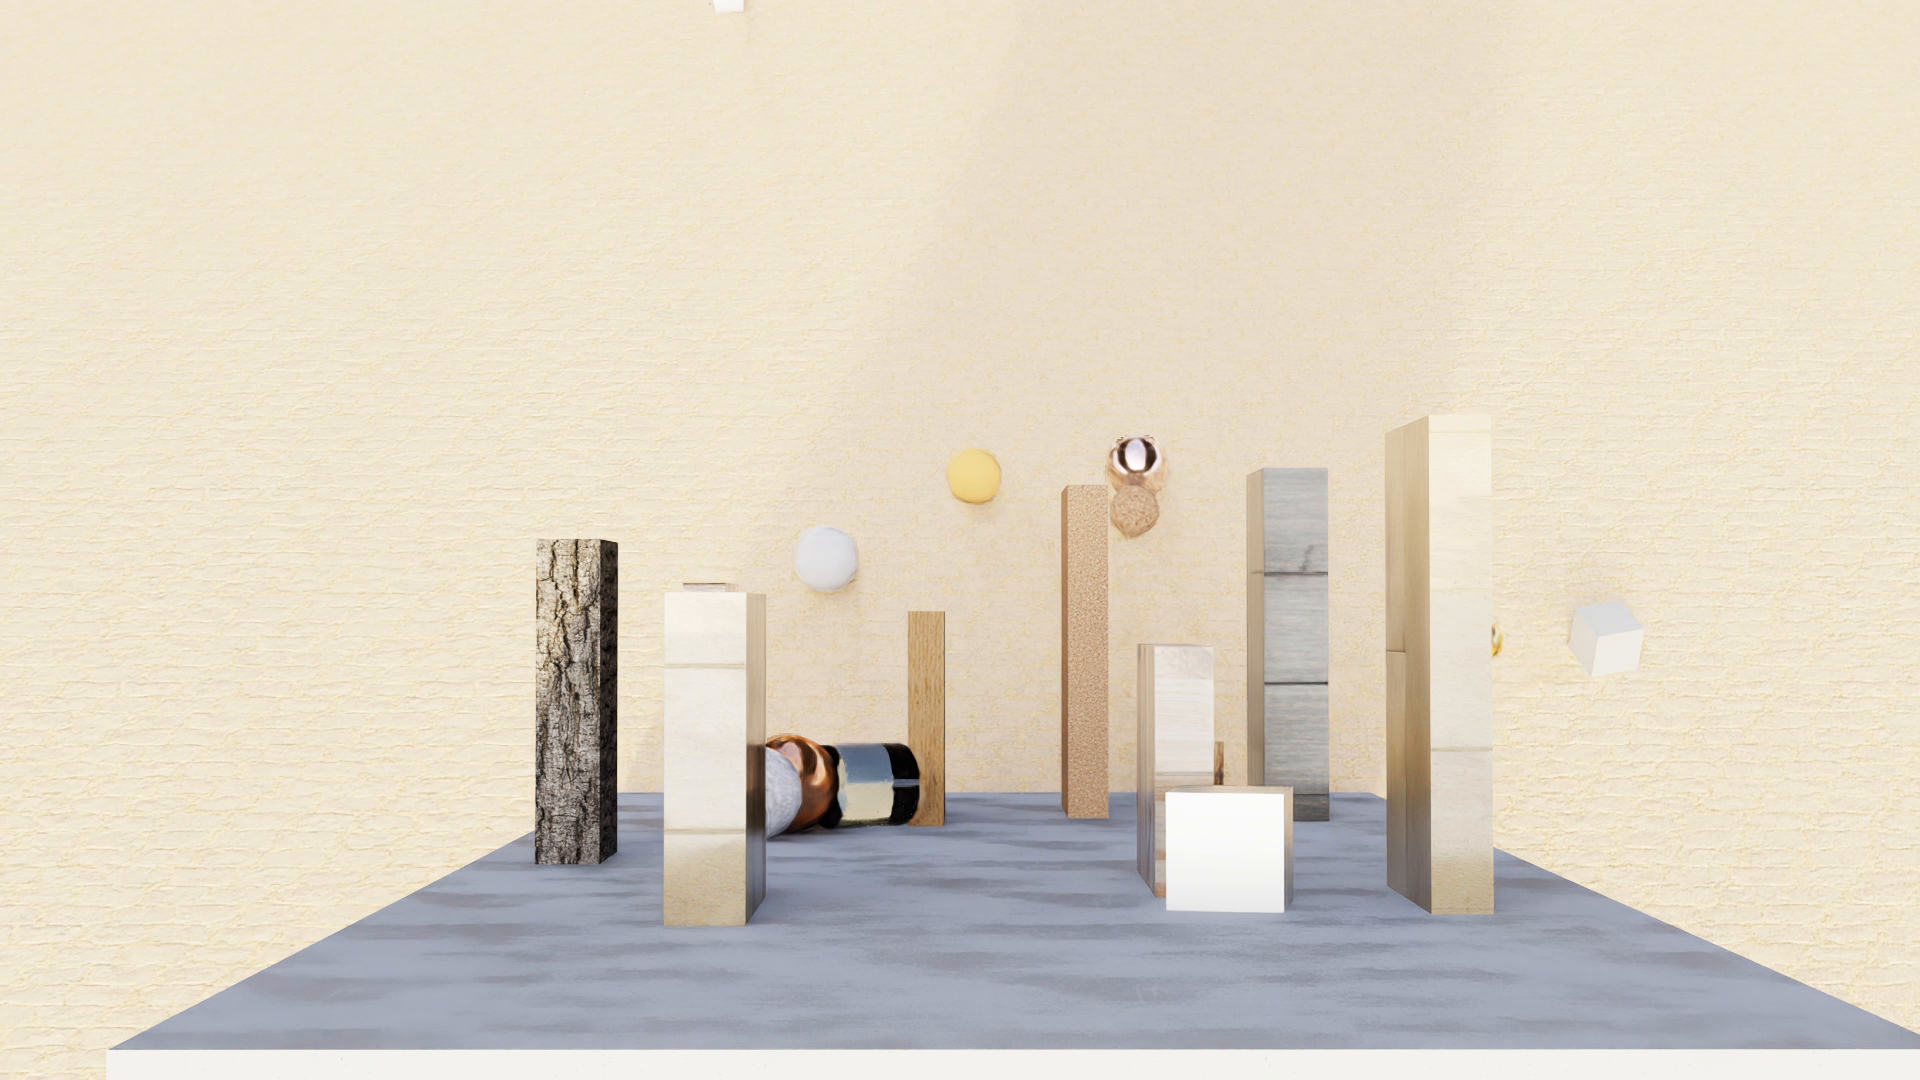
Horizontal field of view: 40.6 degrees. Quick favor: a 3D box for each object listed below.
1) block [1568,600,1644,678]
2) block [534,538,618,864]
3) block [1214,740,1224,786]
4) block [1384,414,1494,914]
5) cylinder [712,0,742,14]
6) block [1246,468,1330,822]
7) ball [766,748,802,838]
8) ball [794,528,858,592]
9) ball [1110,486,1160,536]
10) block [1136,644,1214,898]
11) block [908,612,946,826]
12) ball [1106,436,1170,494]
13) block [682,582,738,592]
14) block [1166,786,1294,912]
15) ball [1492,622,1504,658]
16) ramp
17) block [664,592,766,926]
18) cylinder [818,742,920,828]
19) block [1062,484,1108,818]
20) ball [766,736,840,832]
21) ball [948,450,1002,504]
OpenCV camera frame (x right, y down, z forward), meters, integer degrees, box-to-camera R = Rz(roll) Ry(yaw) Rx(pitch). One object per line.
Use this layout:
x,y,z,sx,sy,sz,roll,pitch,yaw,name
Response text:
1.838,0.281,7.382,0.143,0.143,0.143,-9,35,-13,block
-0.737,0.307,5.005,0.121,0.611,0.257,0,-2,0,block
0.576,0.580,6.549,0.148,0.148,0.148,0,-2,-8,block
0.787,0.200,4.290,0.097,0.784,0.425,0,-2,0,block
-1.008,-2.344,11.235,0.122,0.122,0.122,-6,35,-8,cylinder
0.761,0.240,6.048,0.146,0.800,0.354,0,-2,0,block
-0.424,0.525,5.385,0.195,0.195,0.195,0,34,0,ball
-0.395,0.058,7.666,0.190,0.190,0.190,0,34,0,ball
0.531,-0.089,7.915,0.152,0.152,0.152,0,34,0,ball
0.373,0.391,4.535,0.097,0.415,0.448,0,-2,0,block
-0.075,0.401,5.959,0.080,0.475,0.432,0,-2,0,block
0.552,-0.224,8.072,0.197,0.197,0.197,0,34,0,ball
-0.539,0.362,5.623,0.089,0.535,0.331,0,-2,0,block
0.438,0.497,4.198,0.186,0.186,0.186,0,-2,12,block
1.487,0.284,7.397,0.120,0.120,0.120,0,34,0,ball
0.076,0.657,4.808,2.000,0.100,4.000,0,-2,0,ramp
-0.385,0.337,4.130,0.123,0.503,0.414,0,-2,0,block
-0.214,0.540,5.719,0.184,0.184,0.184,1,29,-33,cylinder
0.294,0.261,6.161,0.093,0.766,0.387,0,-2,0,block
-0.364,0.524,5.591,0.208,0.208,0.208,0,34,0,ball
0.045,-0.196,8.057,0.170,0.170,0.170,0,34,0,ball
